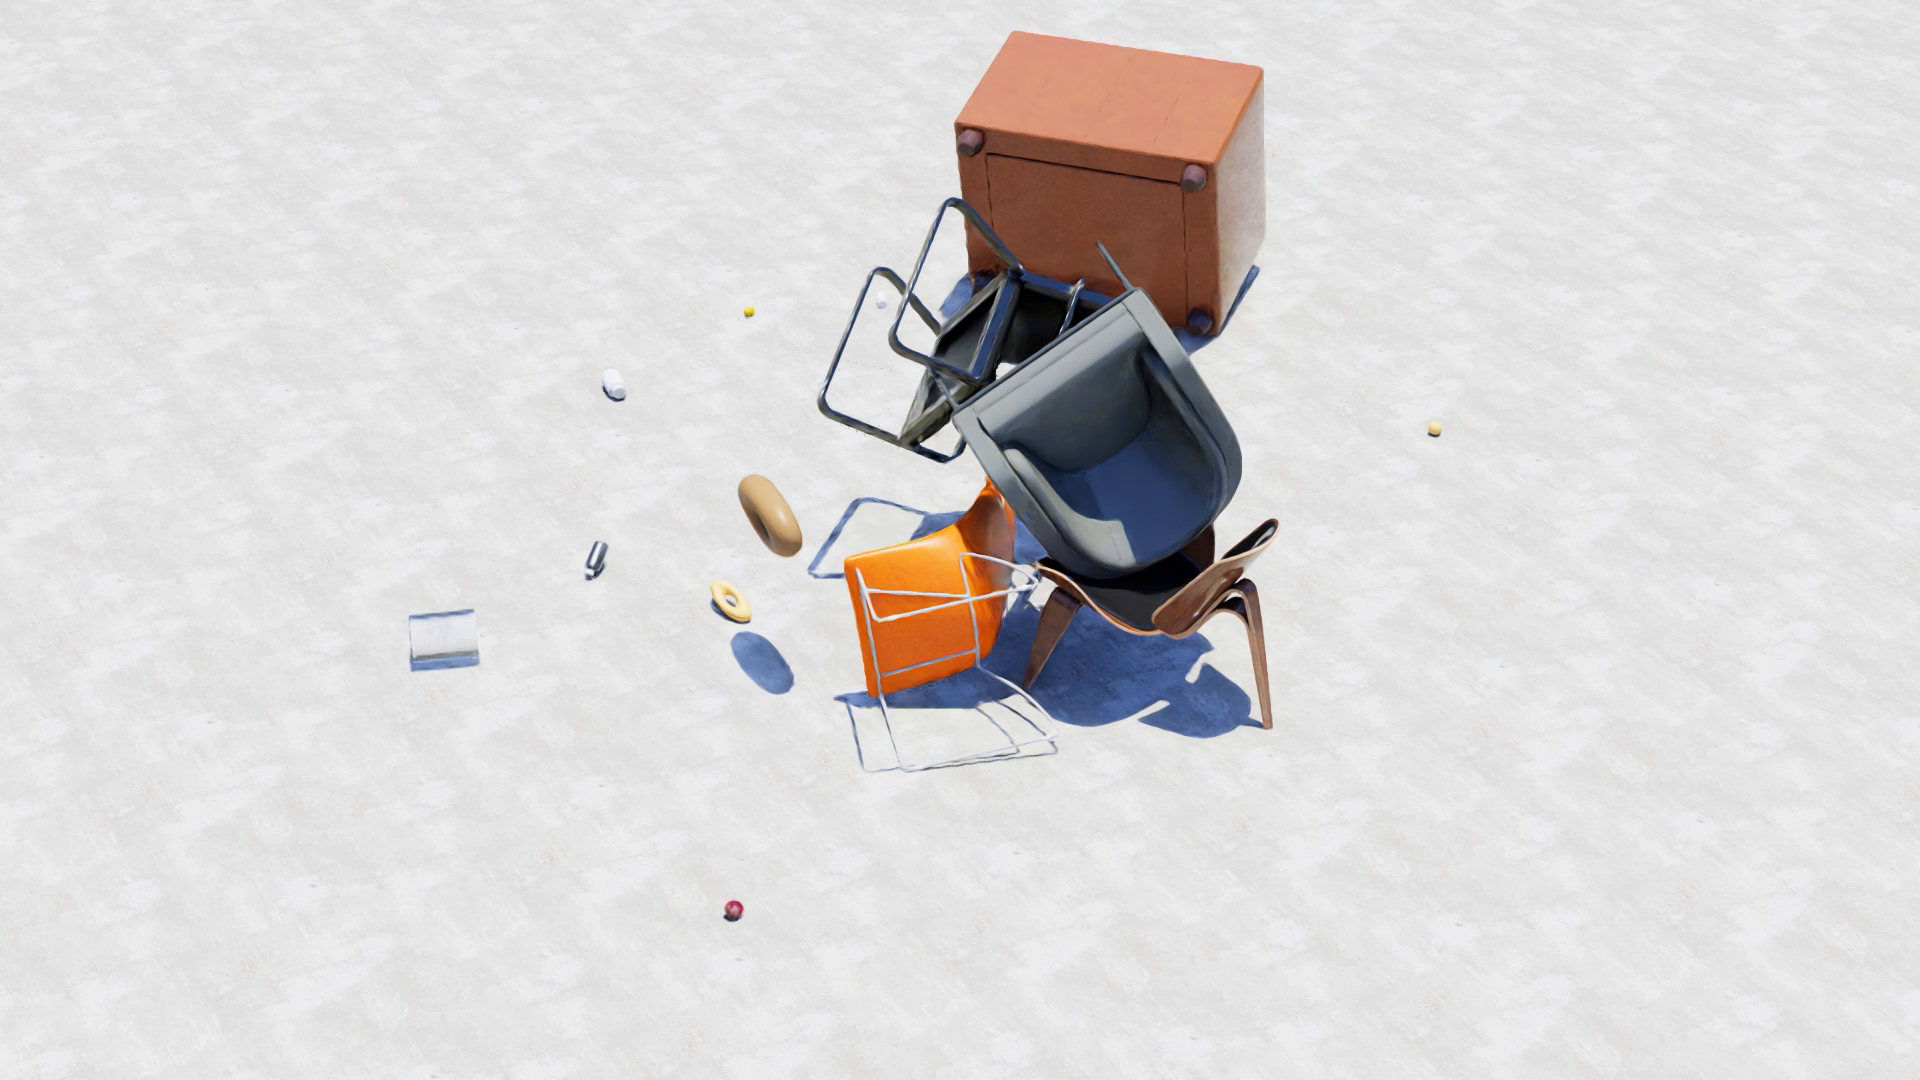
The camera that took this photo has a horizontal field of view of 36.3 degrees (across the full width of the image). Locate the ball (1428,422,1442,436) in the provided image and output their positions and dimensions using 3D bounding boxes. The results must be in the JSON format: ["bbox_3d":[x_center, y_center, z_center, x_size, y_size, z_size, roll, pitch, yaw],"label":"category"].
[{"bbox_3d":[1.874,-0.441,11.564,0.055,0.055,0.055,0,33,0],"label":"ball"}]

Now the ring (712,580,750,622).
[{"bbox_3d":[-0.822,0.218,10.528,0.095,0.057,0.213,-41,61,-7],"label":"ring"}]

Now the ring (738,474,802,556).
[{"bbox_3d":[-0.645,-0.084,9.959,0.104,0.266,0.413,-27,35,-13],"label":"ring"}]

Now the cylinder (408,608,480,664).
[{"bbox_3d":[-1.808,0.335,10.275,0.230,0.178,0.169,-6,51,-9],"label":"cylinder"}]
